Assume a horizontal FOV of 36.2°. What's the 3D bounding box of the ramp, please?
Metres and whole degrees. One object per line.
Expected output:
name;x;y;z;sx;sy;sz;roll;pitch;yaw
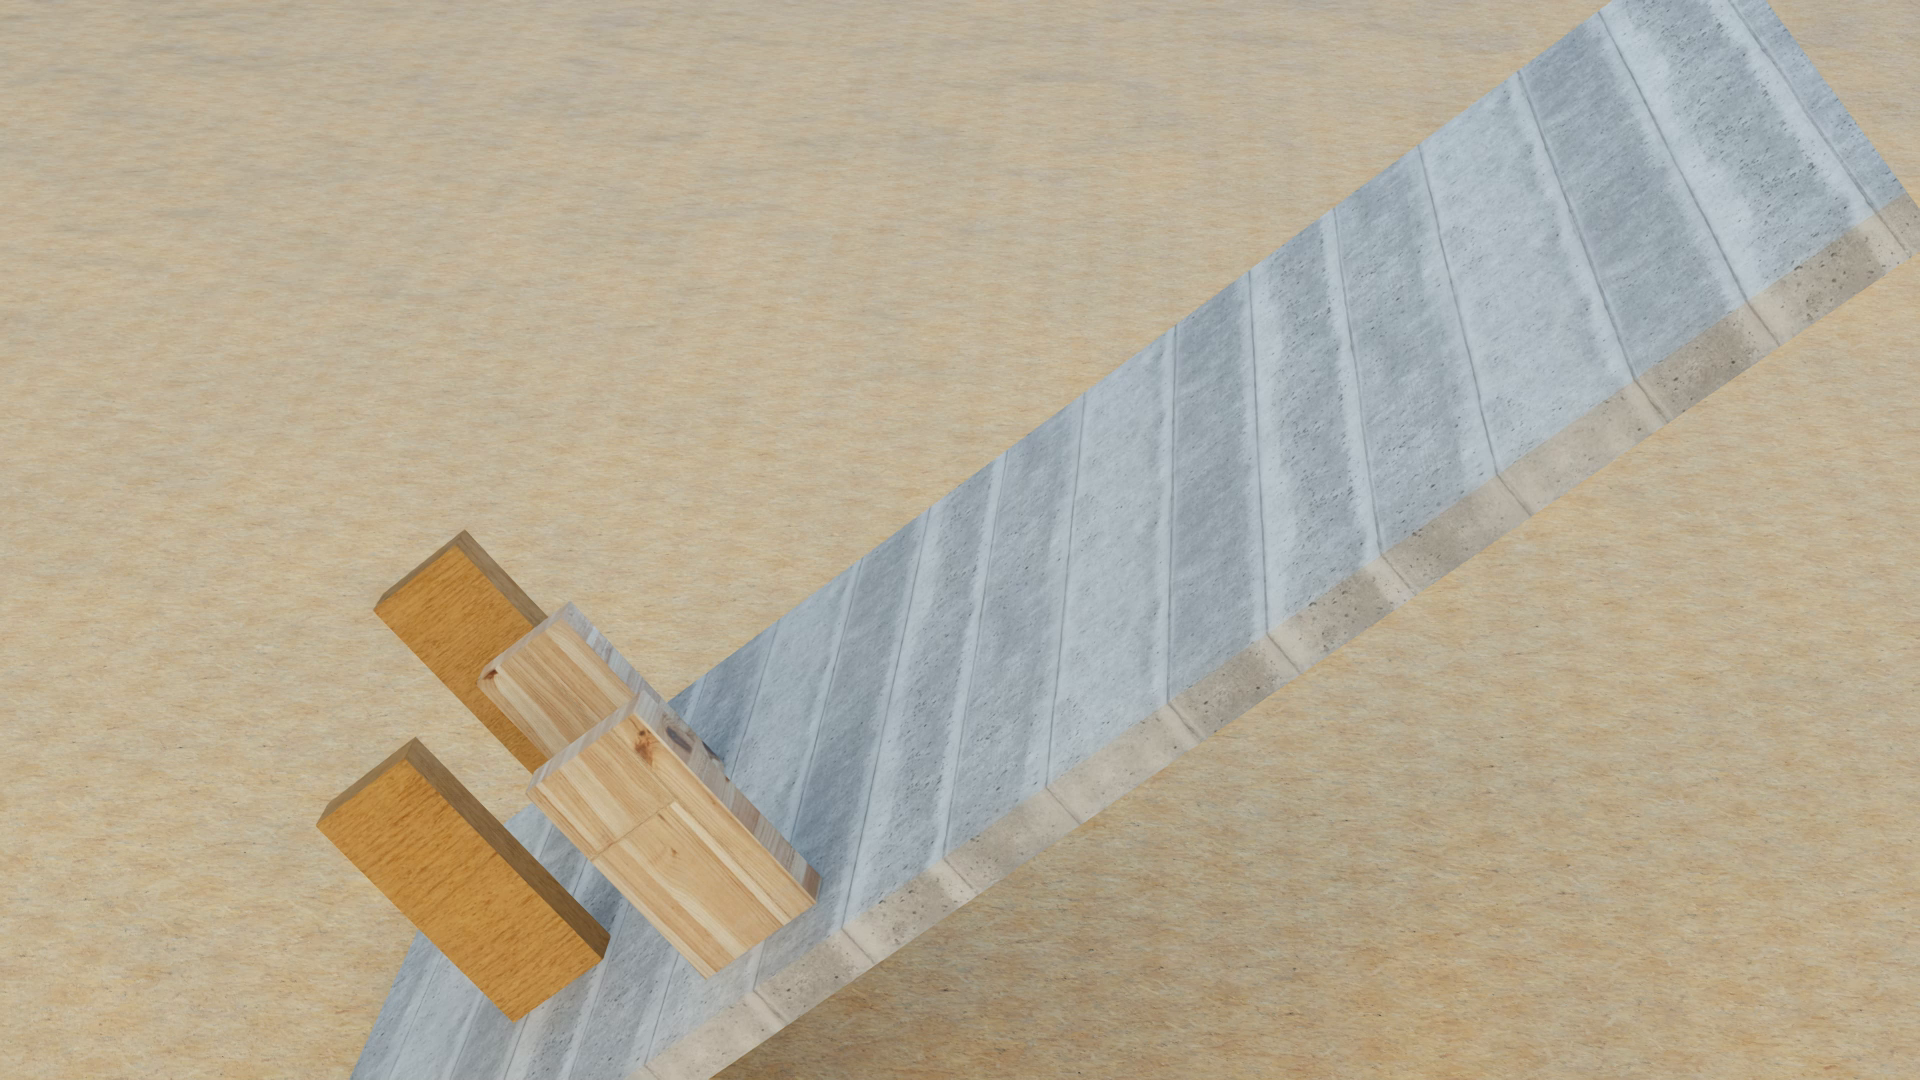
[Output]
ramp;0.118;0.187;6.345;4.000;0.100;2.000;-36;16;18

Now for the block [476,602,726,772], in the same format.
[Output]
block;-0.825;0.425;6.770;0.274;0.534;0.090;-36;16;18

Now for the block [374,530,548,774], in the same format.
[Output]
block;-1.117;0.329;7.395;0.288;0.709;0.098;-36;16;18

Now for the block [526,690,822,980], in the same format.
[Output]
block;-0.555;0.578;5.731;0.292;0.527;0.093;-36;16;18

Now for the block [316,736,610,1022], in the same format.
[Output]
block;-1.068;0.737;6.348;0.267;0.621;0.098;-36;16;18
